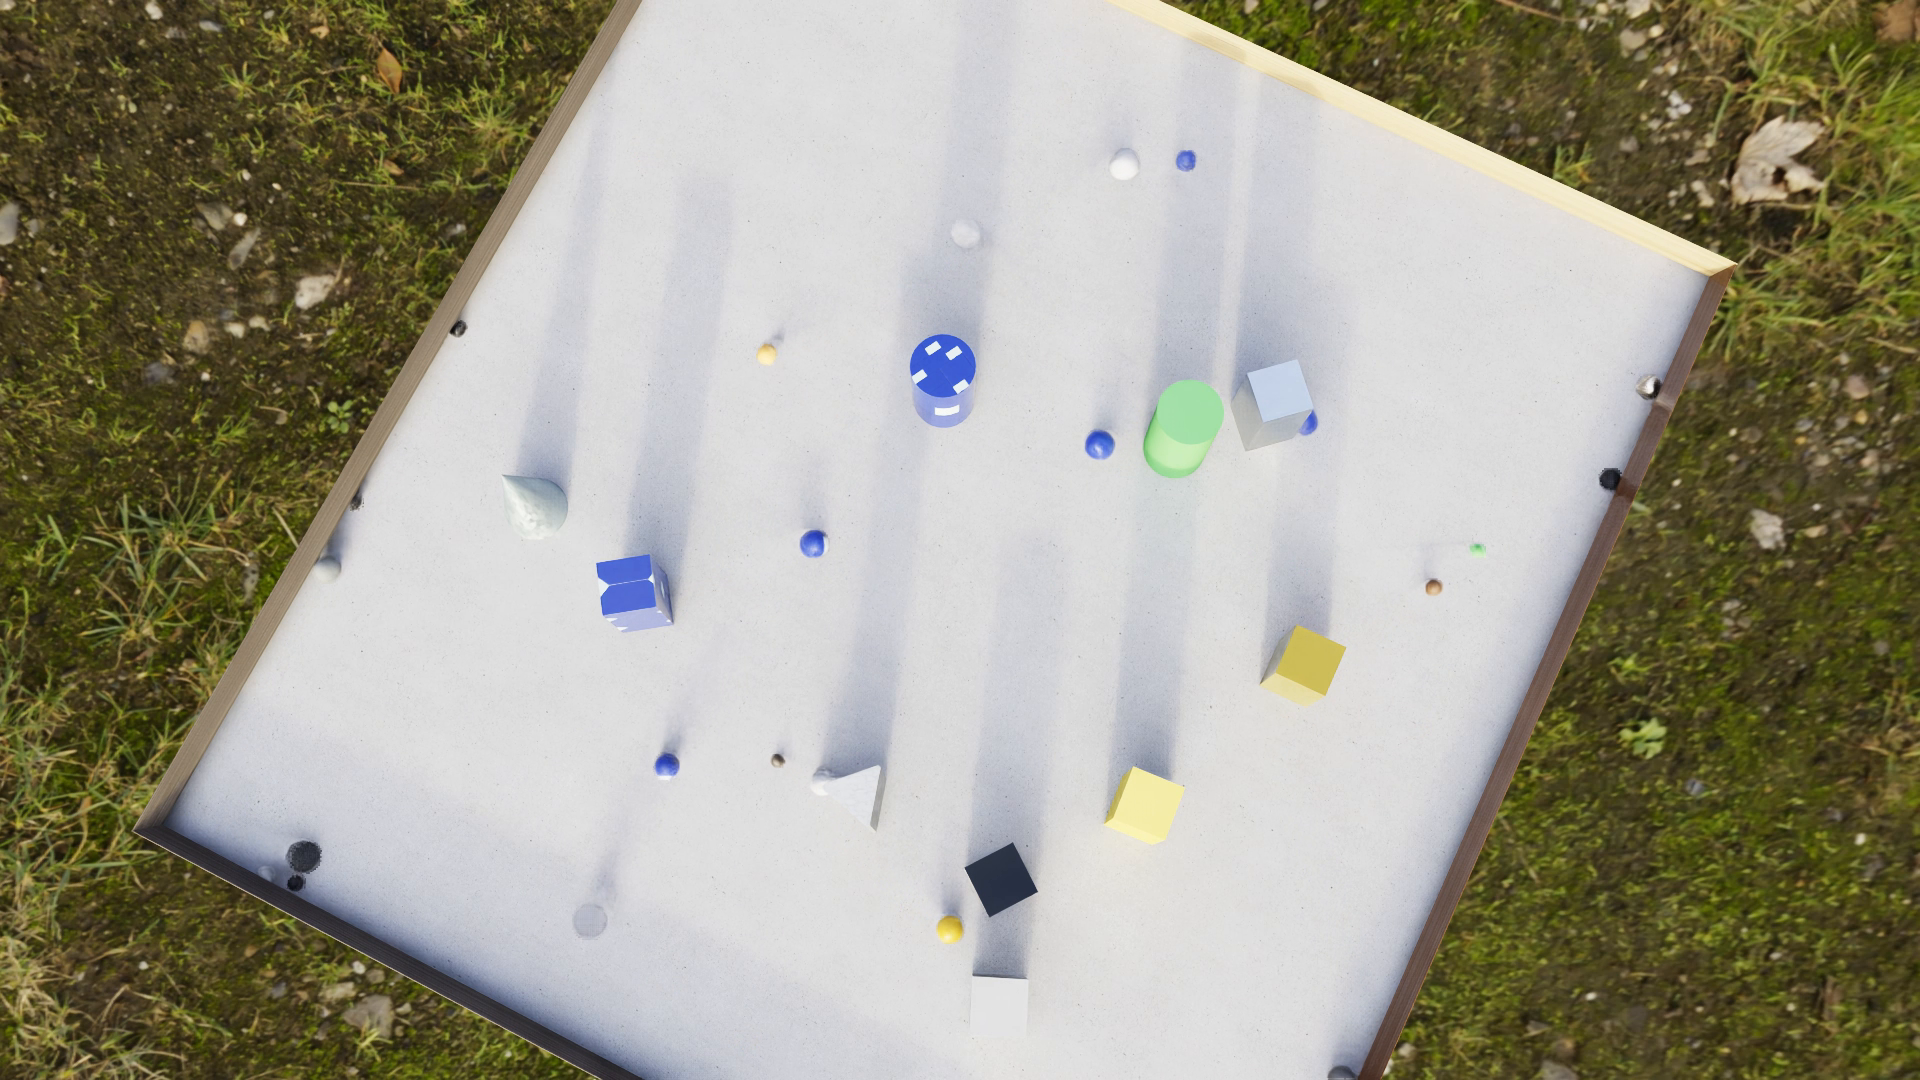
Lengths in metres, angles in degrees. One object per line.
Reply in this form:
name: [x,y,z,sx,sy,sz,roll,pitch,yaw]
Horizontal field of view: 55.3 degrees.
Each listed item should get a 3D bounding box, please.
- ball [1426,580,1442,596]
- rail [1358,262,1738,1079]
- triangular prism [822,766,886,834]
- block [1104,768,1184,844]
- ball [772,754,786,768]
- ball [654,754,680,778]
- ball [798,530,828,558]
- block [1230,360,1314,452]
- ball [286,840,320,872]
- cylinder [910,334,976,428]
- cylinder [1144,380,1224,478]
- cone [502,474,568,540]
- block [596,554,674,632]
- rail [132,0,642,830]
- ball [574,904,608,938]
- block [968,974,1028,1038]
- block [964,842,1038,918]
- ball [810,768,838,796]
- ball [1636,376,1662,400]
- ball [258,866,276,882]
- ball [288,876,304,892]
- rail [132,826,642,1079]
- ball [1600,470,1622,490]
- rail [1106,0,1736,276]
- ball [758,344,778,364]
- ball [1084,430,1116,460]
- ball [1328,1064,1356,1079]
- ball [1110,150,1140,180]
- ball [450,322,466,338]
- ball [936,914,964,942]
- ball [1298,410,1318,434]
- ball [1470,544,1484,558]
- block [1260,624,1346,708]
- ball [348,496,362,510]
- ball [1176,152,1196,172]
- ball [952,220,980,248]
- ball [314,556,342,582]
ball: [1.437,0.146,5.561,0.050,0.050,0.050,0,78,0]
rail: [1.555,0.768,5.392,0.045,0.126,3.702,26,80,5]
triangular prism: [-0.269,0.720,5.251,0.168,0.424,0.145,40,81,8]
block: [0.527,0.769,5.277,0.155,0.354,0.155,22,79,4]
ball: [-0.541,0.660,5.459,0.040,0.040,0.040,0,78,0]
ball: [-0.869,0.671,5.439,0.075,0.075,0.075,0,78,0]
ball: [-0.446,0.013,5.569,0.087,0.087,0.087,0,78,0]
block: [0.936,-0.401,5.522,0.155,0.347,0.155,-16,79,-3]
ball: [-1.928,0.927,5.378,0.091,0.091,0.091,0,78,0]
cylinder: [-0.050,-0.477,5.542,0.194,0.339,0.194,0,78,0]
cylinder: [0.663,-0.326,5.474,0.194,0.411,0.194,0,78,0]
cone: [-1.302,-0.141,5.417,0.194,0.448,0.194,0,78,0]
block: [-0.957,0.162,5.415,0.155,0.329,0.155,-9,78,-2]
rail: [-1.555,-0.754,5.707,0.045,0.126,3.702,26,80,5]
ball: [-1.076,1.109,5.338,0.097,0.097,0.097,0,78,0]
block: [0.107,1.313,5.181,0.155,0.321,0.155,3,78,1]
block: [0.116,0.983,5.288,0.155,0.246,0.155,-27,80,-5]
ball: [-0.402,0.717,5.427,0.080,0.080,0.080,0,78,0]
ball: [2.134,-0.472,5.677,0.073,0.073,0.073,0,78,0]
ball: [-2.037,0.984,5.386,0.052,0.052,0.052,0,78,0]
ball: [-1.952,1.009,5.384,0.047,0.047,0.047,0,78,0]
rail: [-0.817,1.607,5.219,3.523,0.126,0.045,26,80,5]
ball: [1.995,-0.184,5.622,0.064,0.064,0.064,0,78,0]
rail: [0.817,-1.594,5.881,3.523,0.126,0.045,26,80,5]
ball: [-0.599,-0.580,5.706,0.060,0.060,0.060,0,78,0]
ball: [0.431,-0.290,5.628,0.094,0.094,0.094,0,78,0]
ball: [1.094,1.547,5.255,0.081,0.081,0.081,0,78,0]
ball: [0.521,-1.188,5.814,0.095,0.095,0.095,0,78,0]
ball: [-1.570,-0.657,5.728,0.049,0.049,0.049,0,78,0]
ball: [-0.030,1.133,5.342,0.079,0.079,0.079,0,78,0]
ball: [1.063,-0.366,5.650,0.083,0.083,0.083,0,78,0]
ball: [1.575,0.034,5.587,0.044,0.044,0.044,0,78,0]
block: [1.005,0.374,5.388,0.155,0.296,0.155,25,79,5]
ball: [-1.856,-0.115,5.620,0.040,0.040,0.040,0,78,0]
ball: [0.719,-1.204,5.833,0.064,0.064,0.064,0,78,0]
ball: [0.020,-0.965,5.771,0.088,0.088,0.088,0,78,0]
ball: [-1.918,0.087,5.558,0.080,0.080,0.080,0,78,0]
